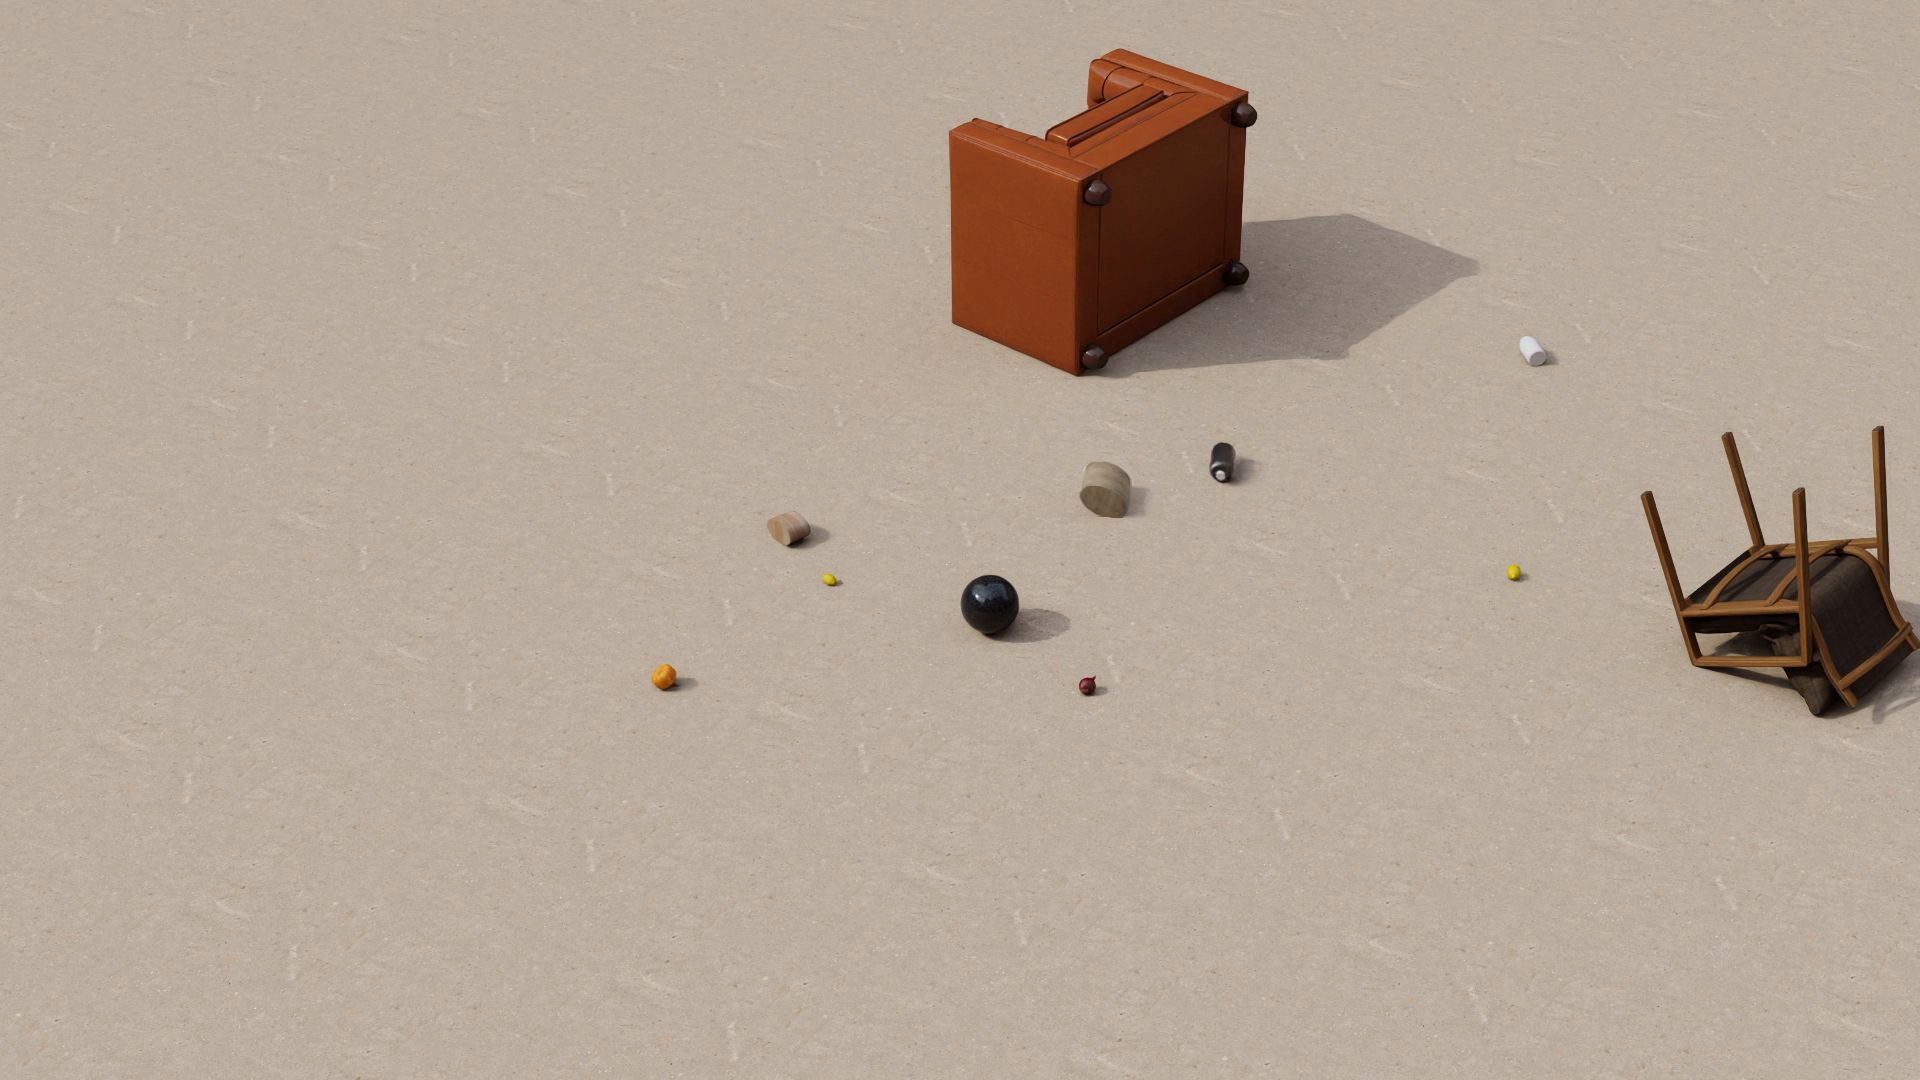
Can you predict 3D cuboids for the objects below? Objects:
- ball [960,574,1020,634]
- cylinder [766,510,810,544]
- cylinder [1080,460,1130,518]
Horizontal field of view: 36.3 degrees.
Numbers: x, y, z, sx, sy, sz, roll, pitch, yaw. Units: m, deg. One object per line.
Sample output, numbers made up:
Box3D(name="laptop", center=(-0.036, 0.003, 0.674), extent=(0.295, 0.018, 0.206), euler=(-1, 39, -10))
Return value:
Box3D(name="ball", center=(0.106, 0.227, 10.407), extent=(0.212, 0.212, 0.212), euler=(0, 33, 0))
Box3D(name="cylinder", center=(-0.639, -0.046, 10.930), extent=(0.094, 0.092, 0.147), euler=(-25, 37, -32))
Box3D(name="cylinder", center=(0.551, -0.194, 11.114), extent=(0.186, 0.122, 0.180), euler=(25, 34, -7))
